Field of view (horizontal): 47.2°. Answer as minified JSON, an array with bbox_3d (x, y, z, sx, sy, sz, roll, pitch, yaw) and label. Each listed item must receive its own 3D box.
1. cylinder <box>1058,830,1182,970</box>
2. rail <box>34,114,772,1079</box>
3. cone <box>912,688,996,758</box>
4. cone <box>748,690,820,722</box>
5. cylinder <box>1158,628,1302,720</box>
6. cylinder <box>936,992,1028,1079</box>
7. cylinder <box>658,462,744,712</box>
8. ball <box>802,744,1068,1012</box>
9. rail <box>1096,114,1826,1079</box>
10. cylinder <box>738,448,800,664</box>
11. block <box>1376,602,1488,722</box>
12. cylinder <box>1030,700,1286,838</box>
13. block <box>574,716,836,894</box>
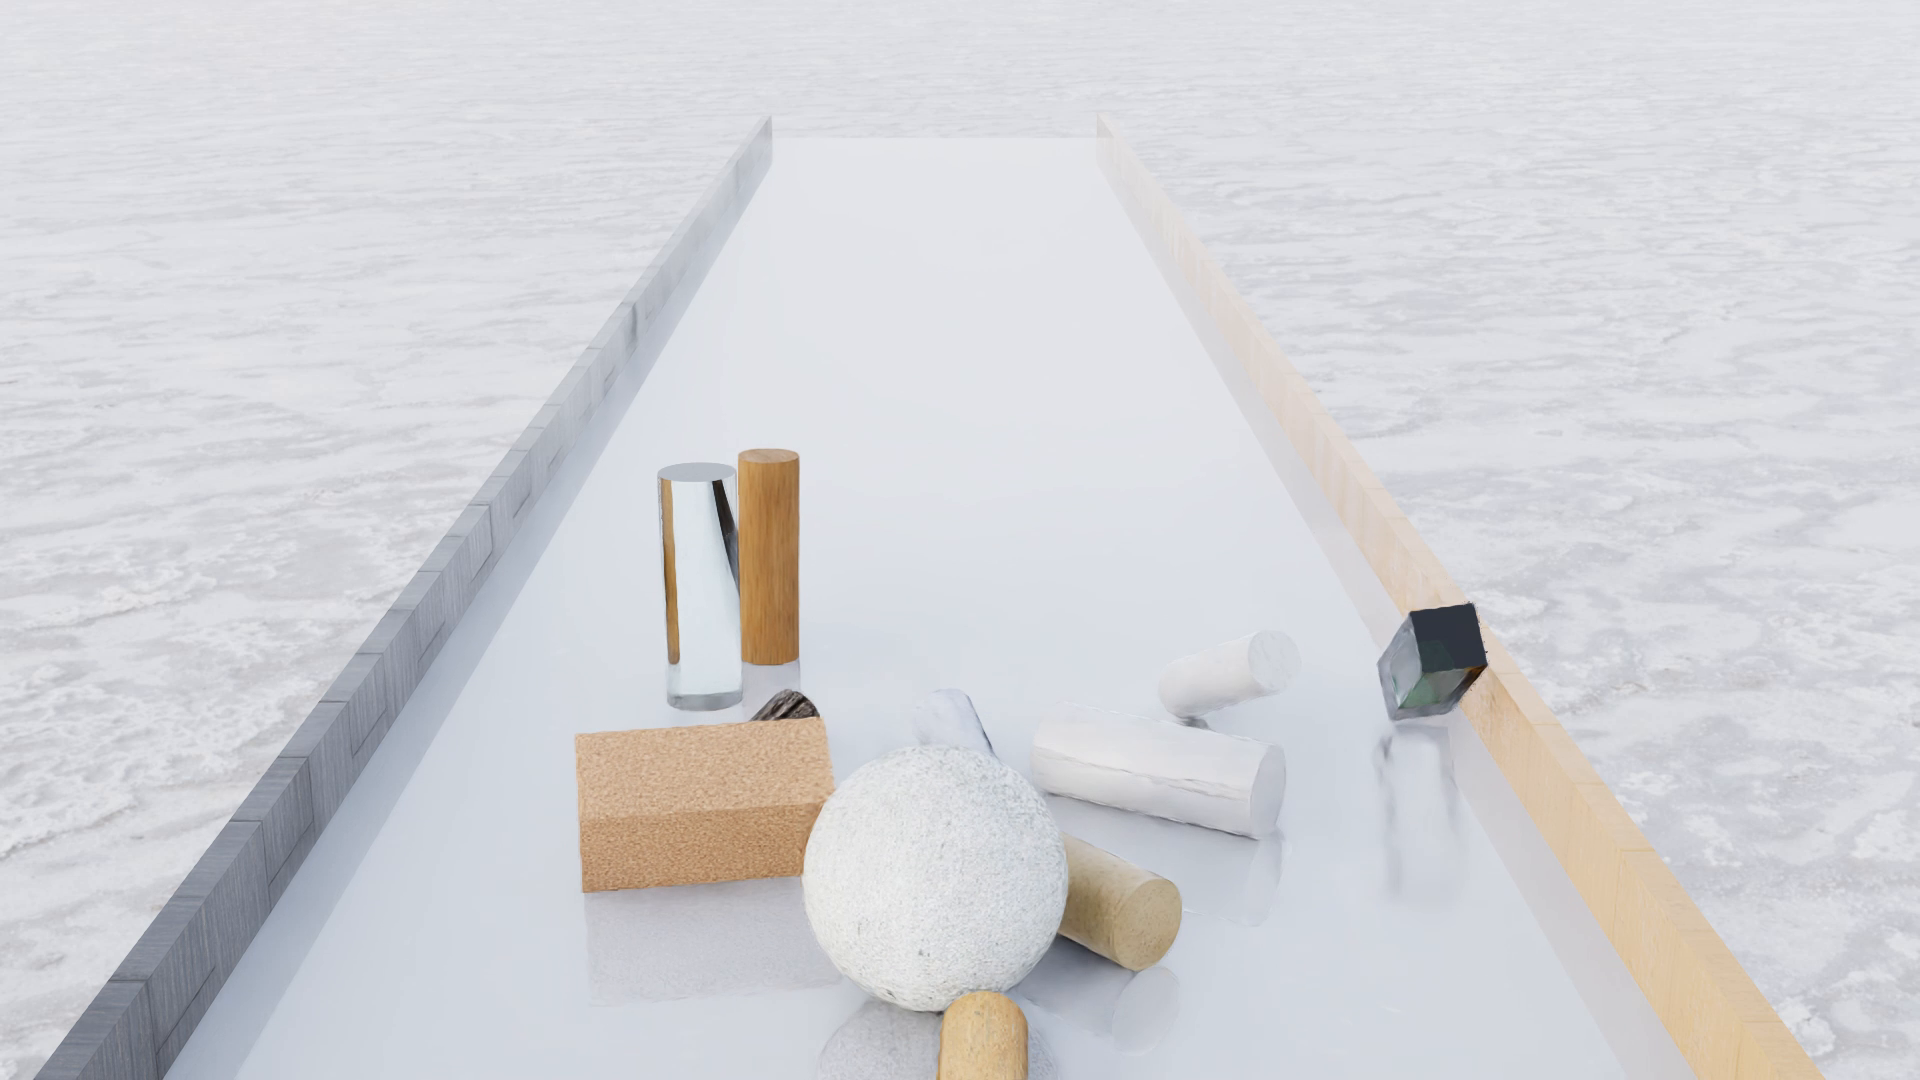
[{"bbox_3d":[0.155,0.511,3.267,0.138,0.138,0.351,-14,21,-38],"label":"cylinder"},{"bbox_3d":[-1.118,-0.838,7.780,0.050,0.150,12.000,0,17,-1],"label":"rail"},{"bbox_3d":[0.037,0.390,3.811,0.120,0.120,0.343,-7,28,-23],"label":"cone"},{"bbox_3d":[-0.420,0.403,3.770,0.116,0.116,0.458,11,27,32],"label":"cone"},{"bbox_3d":[0.484,0.244,3.980,0.112,0.112,0.304,-9,-9,-28],"label":"cylinder"},{"bbox_3d":[0.026,0.694,2.694,0.114,0.114,0.373,1,17,2],"label":"cylinder"},{"bbox_3d":[-0.488,0.088,4.145,0.146,0.448,0.146,0,17,0],"label":"cylinder"},{"bbox_3d":[-0.034,0.463,3.027,0.366,0.366,0.366,0,17,0],"label":"ball"},{"bbox_3d":[0.932,-0.844,7.801,0.050,0.150,12.000,0,17,-1],"label":"rail"},{"bbox_3d":[-0.381,0.033,4.384,0.121,0.415,0.121,1,16,0],"label":"cylinder"},{"bbox_3d":[0.846,0.224,3.959,0.113,0.113,0.319,-8,-19,-3],"label":"block"},{"bbox_3d":[0.329,0.381,3.670,0.396,0.158,0.158,9,19,28],"label":"cylinder"},{"bbox_3d":[-0.398,0.412,3.431,0.388,0.174,0.174,-3,43,-10],"label":"block"}]
